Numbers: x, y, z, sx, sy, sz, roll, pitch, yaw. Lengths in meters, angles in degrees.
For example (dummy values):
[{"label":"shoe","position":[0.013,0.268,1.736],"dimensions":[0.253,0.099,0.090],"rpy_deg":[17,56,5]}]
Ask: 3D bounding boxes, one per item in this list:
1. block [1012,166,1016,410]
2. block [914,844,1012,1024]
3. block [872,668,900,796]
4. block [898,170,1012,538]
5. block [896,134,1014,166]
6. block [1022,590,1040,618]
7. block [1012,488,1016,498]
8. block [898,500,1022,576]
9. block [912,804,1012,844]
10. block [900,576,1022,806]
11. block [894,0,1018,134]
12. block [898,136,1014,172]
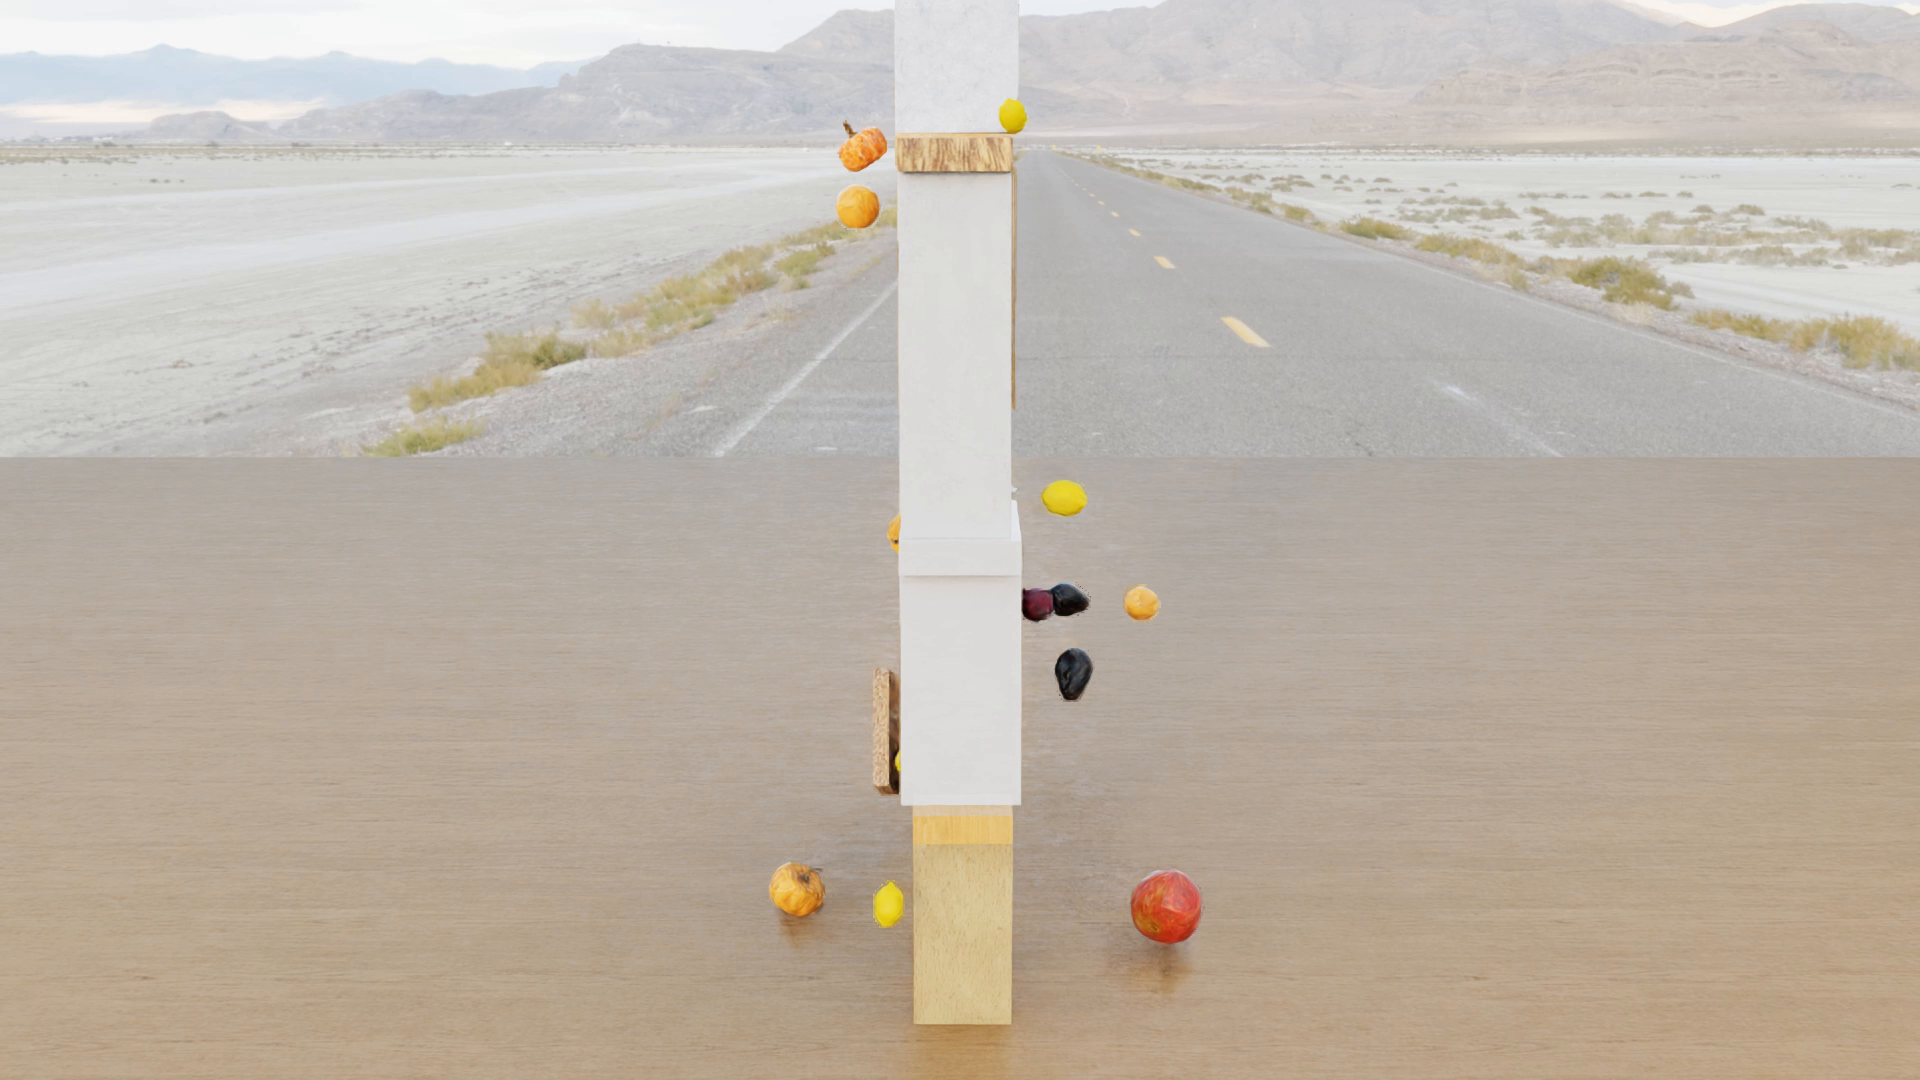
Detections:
[{"label":"block","position":[-0.002,-0.376,3.289],"dimensions":[0.171,0.360,0.048],"rpy_deg":[0,10,0]},{"label":"block","position":[0.004,0.549,3.125],"dimensions":[0.139,0.278,0.039],"rpy_deg":[0,11,0]},{"label":"block","position":[-0.137,0.355,4.064],"dimensions":[0.031,0.216,0.108],"rpy_deg":[-3,-16,7]},{"label":"block","position":[-0.006,-0.251,2.993],"dimensions":[0.152,0.497,0.043],"rpy_deg":[0,11,1]},{"label":"block","position":[-0.005,-0.599,3.367],"dimensions":[0.171,0.048,0.342],"rpy_deg":[0,11,1]},{"label":"block","position":[0.109,0.102,4.043],"dimensions":[0.091,0.013,0.045],"rpy_deg":[42,-13,23]},{"label":"block","position":[0.003,-0.023,3.913],"dimensions":[0.108,0.216,0.031],"rpy_deg":[31,19,9]},{"label":"block","position":[0.000,-0.006,3.164],"dimensions":[0.168,0.048,0.337],"rpy_deg":[0,11,0]},{"label":"block","position":[0.004,0.377,3.187],"dimensions":[0.139,0.039,0.278],"rpy_deg":[0,11,0]},{"label":"block","position":[0.001,0.204,3.090],"dimensions":[0.168,0.337,0.048],"rpy_deg":[0,11,0]},{"label":"block","position":[-0.005,-0.780,3.225],"dimensions":[0.180,0.360,0.051],"rpy_deg":[0,11,1]},{"label":"block","position":[-0.006,-0.536,3.043],"dimensions":[0.152,0.043,0.304],"rpy_deg":[0,11,0]}]
